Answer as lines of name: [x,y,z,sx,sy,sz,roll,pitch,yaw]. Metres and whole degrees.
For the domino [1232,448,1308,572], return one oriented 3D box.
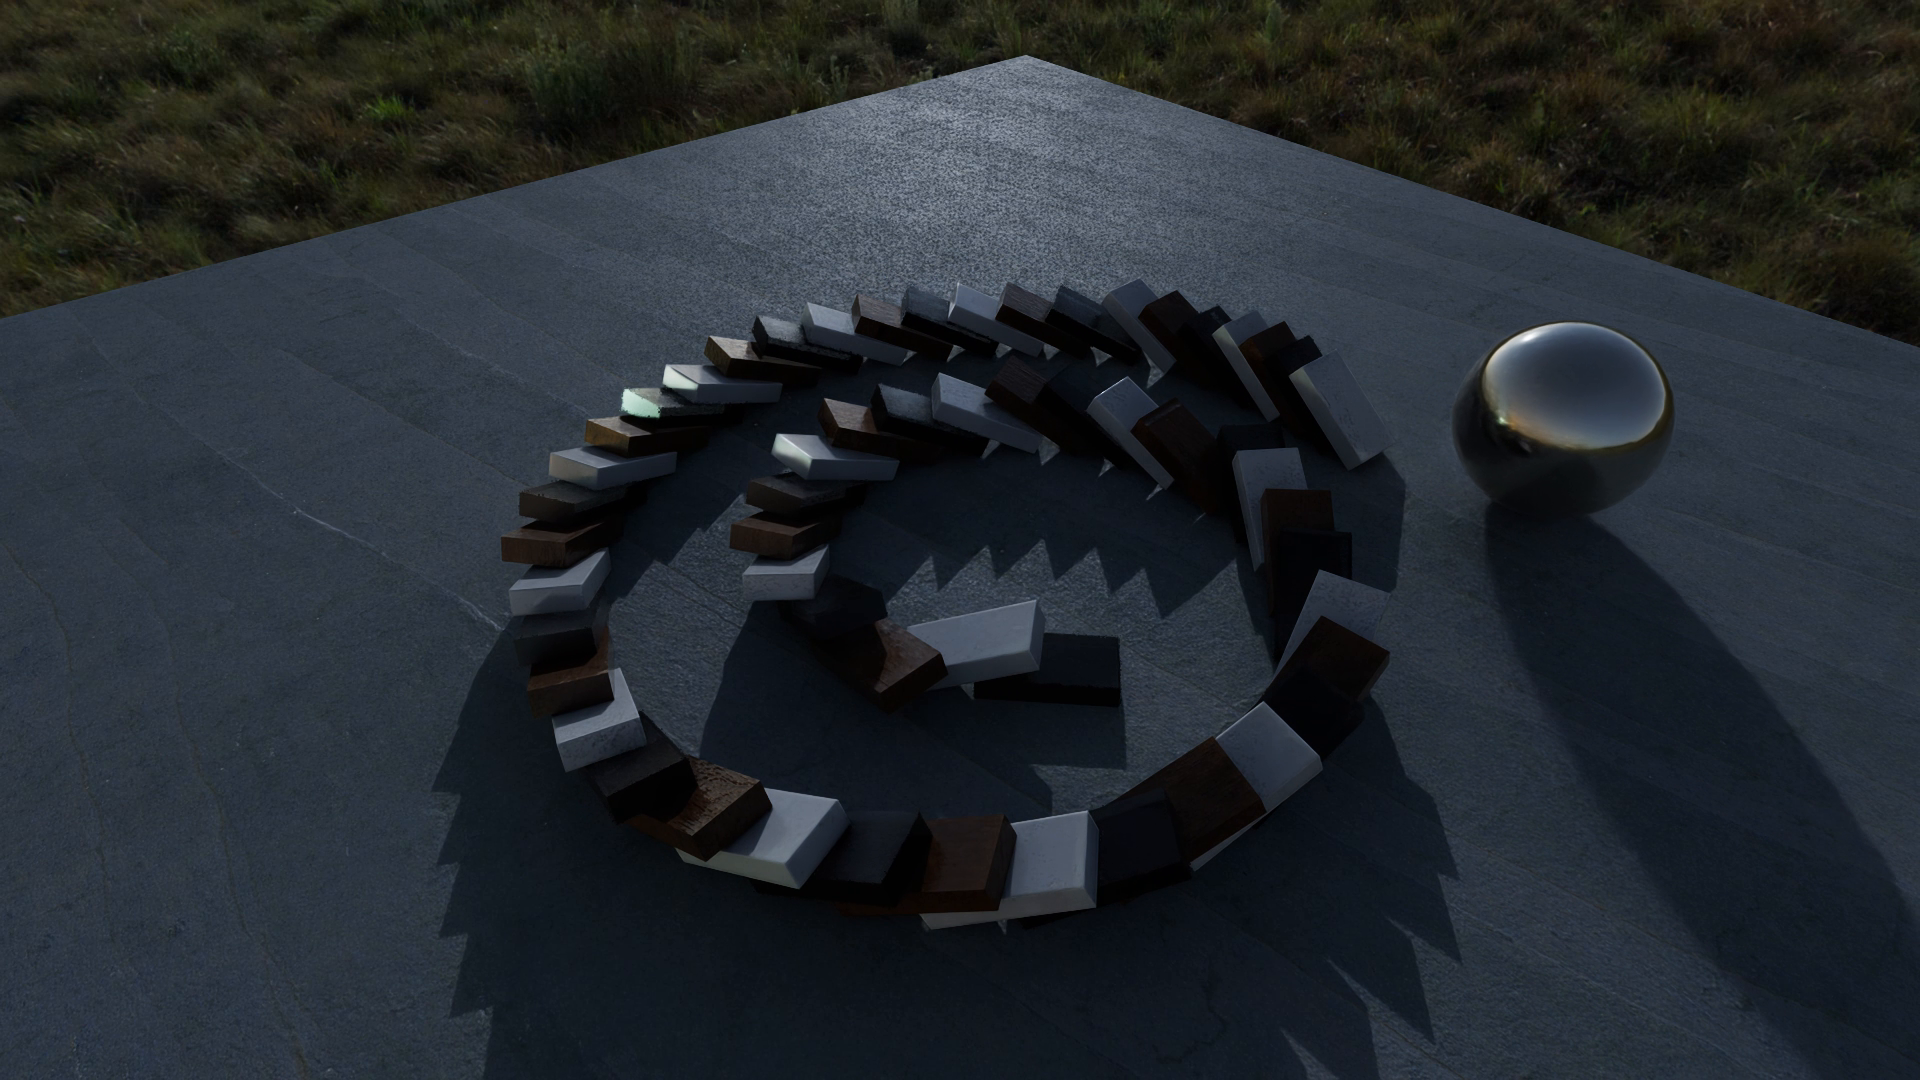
domino: [0.127,-0.012,0.440,0.025,0.010,0.050,-3,65,-3]

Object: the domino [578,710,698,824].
domino: [-0.103,0.070,0.343,0.025,0.010,0.050,-24,20,-26]

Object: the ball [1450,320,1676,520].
ball: [0.243,-0.048,0.447,0.080,0.080,0.080,0,39,0]

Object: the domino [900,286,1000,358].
domino: [-0.005,-0.112,0.565,0.050,0.010,0.025,18,36,-16]

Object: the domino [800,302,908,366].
domino: [-0.053,-0.104,0.554,0.050,0.009,0.025,11,33,-26]

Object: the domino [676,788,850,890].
domino: [-0.059,0.086,0.323,0.050,0.010,0.025,-2,32,38]

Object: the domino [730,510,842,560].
domino: [-0.067,-0.004,0.432,0.025,0.010,0.050,11,15,14]

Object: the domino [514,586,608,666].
domino: [-0.141,0.030,0.392,0.025,0.010,0.050,-9,16,-11]

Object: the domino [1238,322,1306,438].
domino: [0.154,-0.075,0.513,0.025,0.009,0.050,-27,84,-29]

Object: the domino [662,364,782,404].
domino: [-0.111,-0.073,0.518,0.025,0.009,0.050,31,24,32]

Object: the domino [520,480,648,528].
domino: [-0.153,-0.017,0.449,0.025,0.009,0.050,12,16,14]

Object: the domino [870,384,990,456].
domino: [-0.013,-0.054,0.493,0.050,0.010,0.025,12,33,-25]

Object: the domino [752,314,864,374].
domino: [-0.076,-0.097,0.546,0.050,0.010,0.025,8,32,-31]

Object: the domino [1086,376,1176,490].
domino: [0.082,-0.048,0.485,0.050,0.010,0.025,47,53,12]

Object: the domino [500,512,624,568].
domino: [-0.154,-0.002,0.430,0.025,0.009,0.050,5,15,6]

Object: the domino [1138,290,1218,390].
domino: [0.115,-0.100,0.549,0.025,0.010,0.050,-31,75,-34]

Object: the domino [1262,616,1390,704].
domino: [0.117,0.052,0.364,0.025,0.010,0.050,32,74,32]

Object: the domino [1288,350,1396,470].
domino: [0.171,-0.058,0.493,0.025,0.009,0.050,-27,84,-29]

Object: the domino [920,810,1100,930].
domino: [0.014,0.094,0.313,0.050,0.010,0.025,-15,35,21]

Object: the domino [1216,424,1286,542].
domino: [0.124,-0.024,0.456,0.025,0.009,0.050,-2,65,-3]

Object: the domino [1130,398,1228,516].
domino: [0.100,-0.036,0.472,0.025,0.010,0.050,-31,74,-32]

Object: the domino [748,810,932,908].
domino: [-0.035,0.091,0.317,0.050,0.010,0.025,-6,33,32]

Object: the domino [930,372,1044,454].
domino: [0.012,-0.057,0.498,0.050,0.010,0.025,17,36,-17]

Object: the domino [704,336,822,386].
domino: [-0.095,-0.087,0.533,0.050,0.009,0.025,0,32,-41]

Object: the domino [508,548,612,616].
domino: [-0.148,0.015,0.410,0.025,0.009,0.050,-5,15,-6]

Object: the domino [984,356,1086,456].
domino: [0.038,-0.061,0.501,0.050,0.010,0.025,34,42,-1]

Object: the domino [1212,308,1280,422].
domino: [0.144,-0.083,0.523,0.025,0.009,0.050,-27,83,-29]

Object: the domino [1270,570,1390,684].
domino: [0.128,0.037,0.382,0.025,0.009,0.050,21,69,23]

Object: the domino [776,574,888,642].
domino: [-0.047,0.023,0.396,0.025,0.009,0.050,-19,13,-22]

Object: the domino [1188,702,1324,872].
domino: [0.083,0.075,0.336,0.050,0.010,0.025,-37,47,-5]

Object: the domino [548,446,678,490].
domino: [-0.147,-0.033,0.468,0.025,0.009,0.050,17,18,20]

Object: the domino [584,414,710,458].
domino: [-0.137,-0.047,0.485,0.025,0.010,0.050,21,20,24]

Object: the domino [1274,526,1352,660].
domino: [0.129,0.020,0.403,0.025,0.010,0.050,6,65,7]

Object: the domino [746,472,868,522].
domino: [-0.062,-0.019,0.451,0.025,0.010,0.050,19,17,22]

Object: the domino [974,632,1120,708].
domino: [0.031,0.045,0.389,0.050,0.009,0.025,3,39,4]

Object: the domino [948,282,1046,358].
domino: [0.019,-0.113,0.566,0.050,0.010,0.025,21,38,-13]

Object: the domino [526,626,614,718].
domino: [-0.132,0.044,0.374,0.025,0.009,0.050,-12,17,-14]

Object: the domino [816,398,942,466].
domino: [-0.036,-0.048,0.485,0.050,0.010,0.025,9,32,-30]

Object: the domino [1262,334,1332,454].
domino: [0.162,-0.067,0.503,0.025,0.010,0.050,-27,84,-29]

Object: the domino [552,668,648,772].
domino: [-0.119,0.057,0.358,0.025,0.009,0.050,-17,18,-20]

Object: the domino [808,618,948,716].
domino: [-0.029,0.040,0.381,0.025,0.010,0.050,-32,32,-24]

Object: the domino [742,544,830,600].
domino: [-0.064,0.011,0.412,0.025,0.010,0.050,-1,12,0]

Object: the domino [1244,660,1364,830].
domino: [0.101,0.064,0.349,0.050,0.010,0.025,-42,51,-9]

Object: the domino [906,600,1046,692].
domino: [0.004,0.037,0.383,0.050,0.010,0.025,-13,36,20]

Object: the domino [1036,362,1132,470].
domino: [0.061,-0.056,0.495,0.050,0.010,0.025,42,48,7]

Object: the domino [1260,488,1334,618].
domino: [0.130,0.005,0.421,0.025,0.009,0.050,2,65,2]

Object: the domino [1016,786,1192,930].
domino: [0.039,0.091,0.316,0.050,0.009,0.025,-22,38,13]

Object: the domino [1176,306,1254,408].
domino: [0.132,-0.090,0.536,0.025,0.010,0.050,-28,73,-30]

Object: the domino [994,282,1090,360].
domino: [0.044,-0.113,0.566,0.050,0.010,0.025,23,39,-9]

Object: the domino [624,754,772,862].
domino: [-0.082,0.079,0.331,0.050,0.010,0.025,3,31,46]

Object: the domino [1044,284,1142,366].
domino: [0.070,-0.110,0.563,0.050,0.010,0.025,26,41,-4]

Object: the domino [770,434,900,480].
domino: [-0.053,-0.035,0.469,0.025,0.010,0.050,35,24,35]

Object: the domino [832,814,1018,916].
domino: [-0.011,0.093,0.314,0.050,0.010,0.025,-11,34,26]

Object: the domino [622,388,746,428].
domino: [-0.126,-0.061,0.503,0.025,0.009,0.050,27,23,29]

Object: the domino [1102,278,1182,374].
domino: [0.098,-0.109,0.560,0.025,0.010,0.050,-30,74,-34]

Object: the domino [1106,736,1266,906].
domino: [0.062,0.083,0.326,0.050,0.009,0.025,-33,44,0]

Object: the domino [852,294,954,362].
domino: [-0.030,-0.108,0.560,0.050,0.009,0.025,15,35,-21]
